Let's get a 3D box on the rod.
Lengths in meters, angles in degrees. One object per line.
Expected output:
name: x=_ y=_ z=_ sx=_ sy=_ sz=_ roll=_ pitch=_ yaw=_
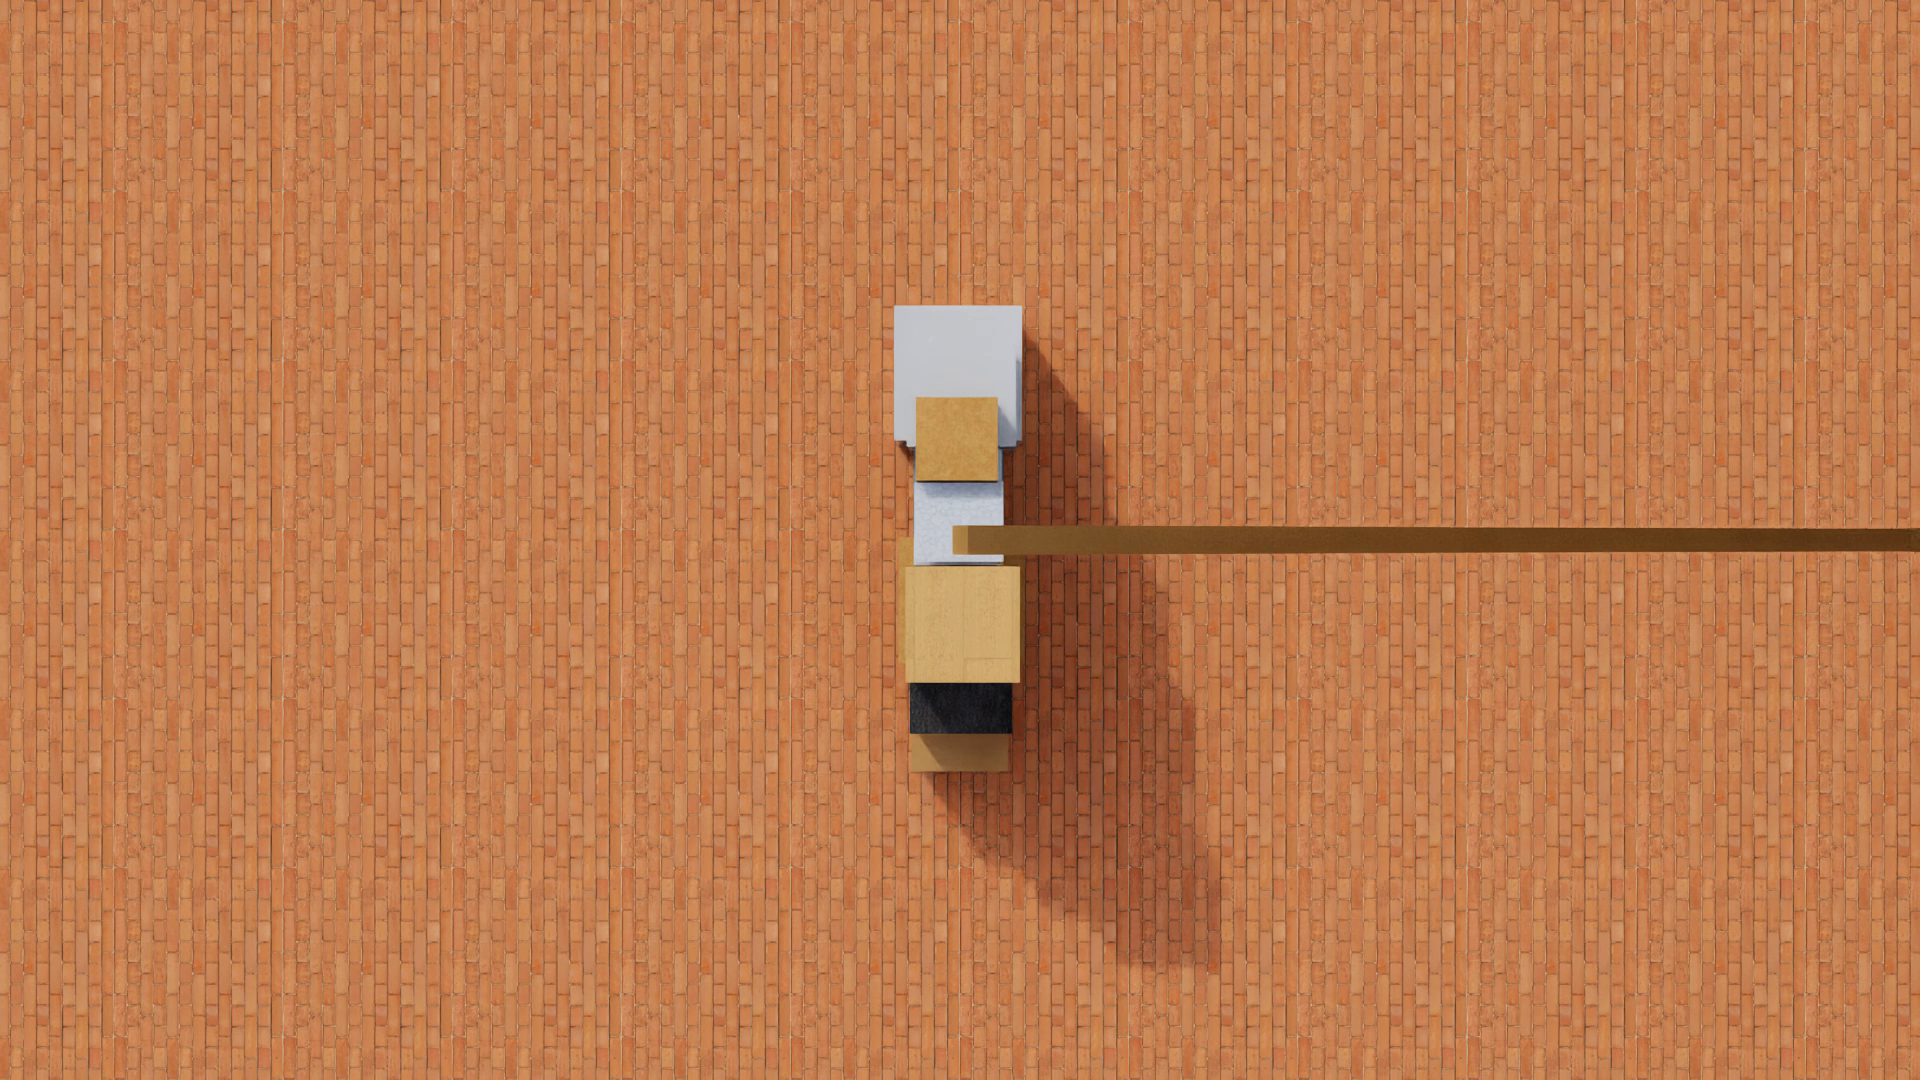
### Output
rod: x=2.234 y=0.000 z=7.264 sx=5.200 sy=0.080 sz=0.080 roll=0 pitch=90 yaw=-31

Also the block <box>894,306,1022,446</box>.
block: x=-0.011 y=-0.929 z=12.615 sx=0.711 sy=0.770 sz=0.749 roll=0 pitch=90 yaw=0

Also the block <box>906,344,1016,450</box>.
block: x=0.008 y=-0.770 z=11.945 sx=0.577 sy=0.570 sz=0.548 roll=0 pitch=90 yaw=0

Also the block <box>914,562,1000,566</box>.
block: x=-0.018 y=0.213 z=12.133 sx=0.466 sy=0.453 sz=0.427 roll=0 pitch=90 yaw=0

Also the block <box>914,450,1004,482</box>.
block: x=-0.008 y=-0.285 z=12.758 sx=0.516 sy=0.483 sz=0.518 roll=0 pitch=90 yaw=0

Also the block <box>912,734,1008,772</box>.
block: x=-0.002 y=1.004 z=12.692 sx=0.543 sy=0.616 sz=0.599 roll=0 pitch=90 yaw=0

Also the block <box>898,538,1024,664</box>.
block: x=0.009 y=0.339 z=12.680 sx=0.710 sy=0.640 sz=0.711 roll=0 pitch=90 yaw=0

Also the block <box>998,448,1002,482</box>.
block: x=-0.005 y=-0.253 z=12.088 sx=0.465 sy=0.553 sz=0.475 roll=0 pitch=89 yaw=0

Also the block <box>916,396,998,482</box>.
block: x=-0.016 y=-0.518 z=11.455 sx=0.418 sy=0.409 sz=0.428 roll=0 pitch=90 yaw=0

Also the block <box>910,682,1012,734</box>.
block: x=0.004 y=0.740 z=12.101 sx=0.551 sy=0.518 sz=0.607 roll=0 pitch=90 yaw=0

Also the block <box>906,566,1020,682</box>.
block: x=0.014 y=0.432 z=11.532 sx=0.584 sy=0.620 sz=0.593 roll=0 pitch=90 yaw=0

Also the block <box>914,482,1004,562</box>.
block: x=-0.006 y=-0.095 z=11.577 sx=0.458 sy=0.460 sz=0.417 roll=0 pitch=90 yaw=0
